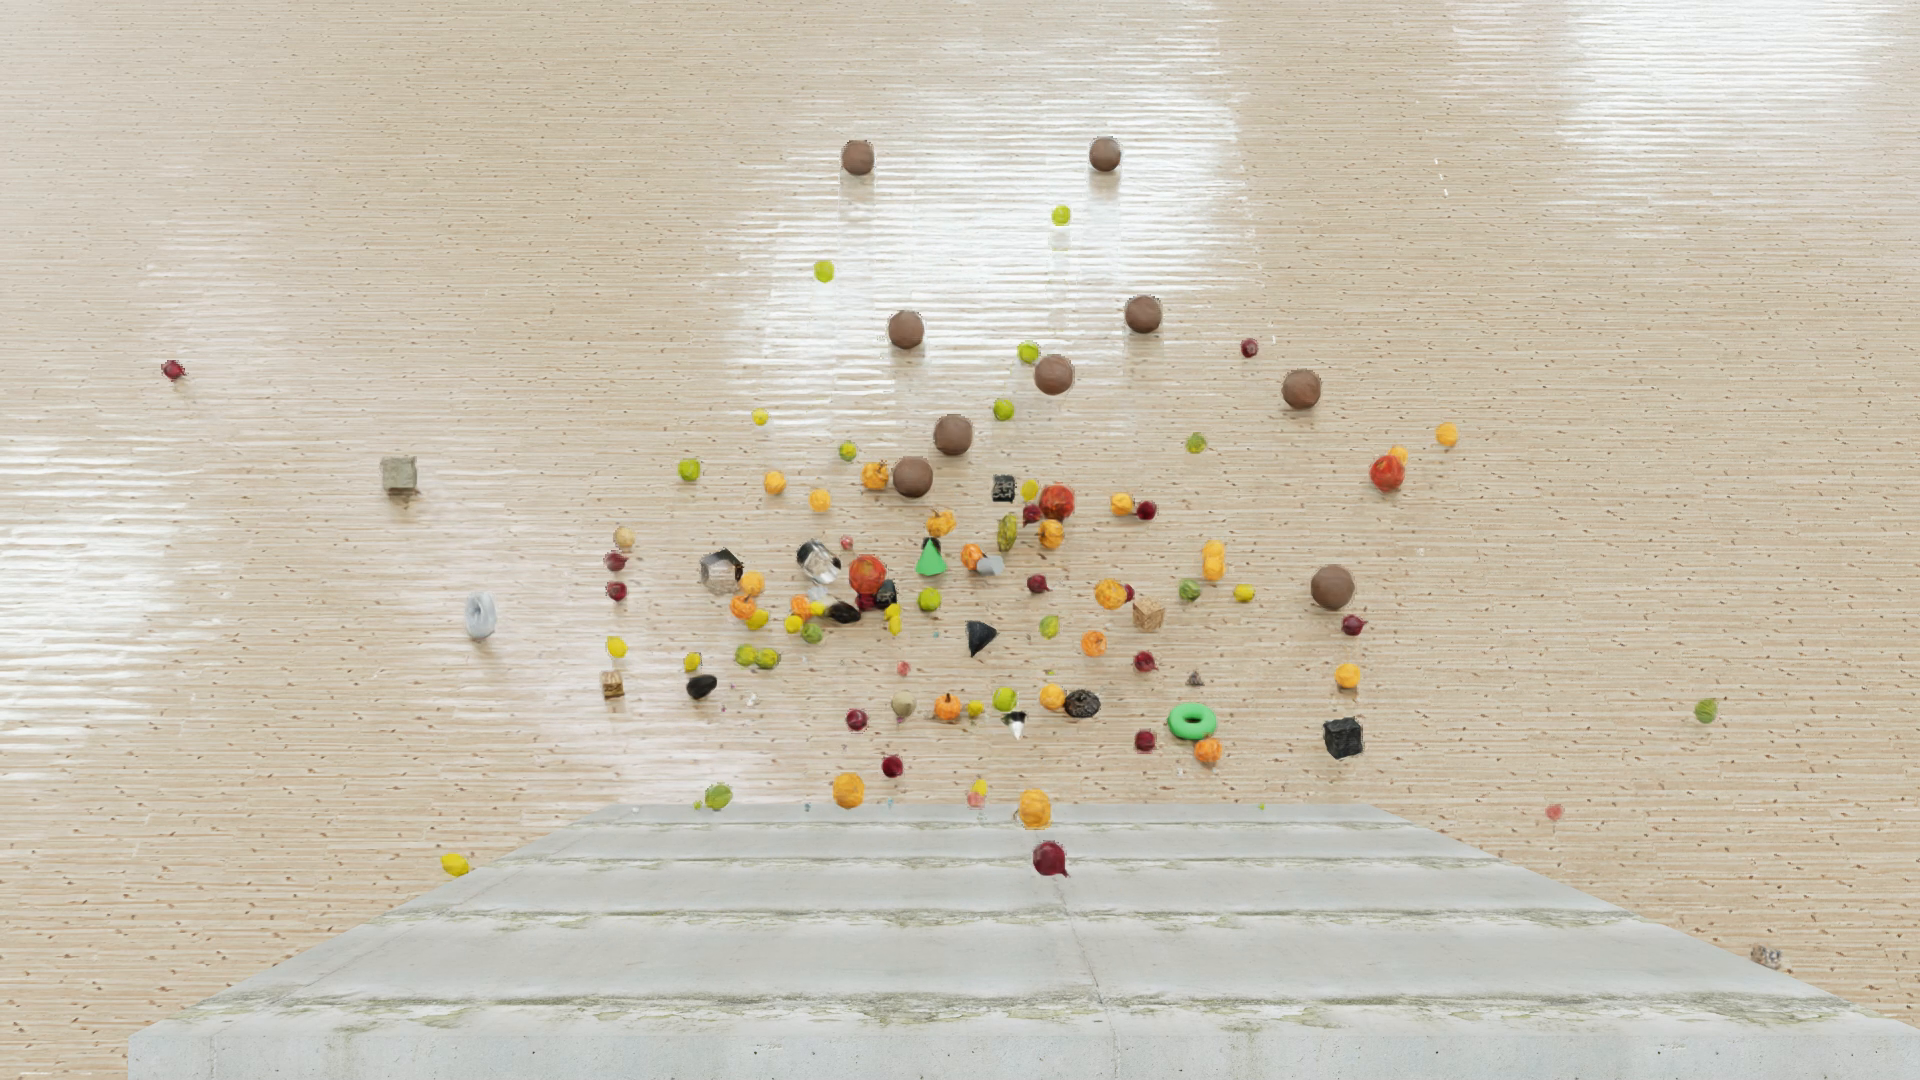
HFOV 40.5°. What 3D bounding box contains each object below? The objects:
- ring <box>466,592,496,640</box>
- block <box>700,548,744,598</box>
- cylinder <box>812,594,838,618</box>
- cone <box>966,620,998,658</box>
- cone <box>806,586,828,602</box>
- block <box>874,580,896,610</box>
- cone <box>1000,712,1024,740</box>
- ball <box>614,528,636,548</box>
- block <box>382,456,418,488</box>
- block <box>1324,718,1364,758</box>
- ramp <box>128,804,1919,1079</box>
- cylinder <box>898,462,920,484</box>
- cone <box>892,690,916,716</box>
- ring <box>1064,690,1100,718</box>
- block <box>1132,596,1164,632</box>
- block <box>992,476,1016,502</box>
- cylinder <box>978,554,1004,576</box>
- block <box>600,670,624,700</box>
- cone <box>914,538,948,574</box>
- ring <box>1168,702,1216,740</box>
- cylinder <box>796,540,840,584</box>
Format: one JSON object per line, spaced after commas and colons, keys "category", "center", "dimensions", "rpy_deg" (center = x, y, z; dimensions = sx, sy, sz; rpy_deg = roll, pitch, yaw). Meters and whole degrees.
{"category": "ring", "center": [-1.392, 0.218, 7.555], "dimensions": [0.047, 0.140, 0.140], "rpy_deg": [4, 28, -39]}
{"category": "block", "center": [-0.712, 0.098, 7.760], "dimensions": [0.091, 0.091, 0.091], "rpy_deg": [-23, 42, -29]}
{"category": "cylinder", "center": [-0.398, 0.195, 7.658], "dimensions": [0.053, 0.053, 0.053], "rpy_deg": [-26, 43, -31]}
{"category": "cone", "center": [0.048, 0.300, 7.522], "dimensions": [0.097, 0.097, 0.097], "rpy_deg": [14, 65, 18]}
{"category": "cone", "center": [-0.417, 0.180, 7.700], "dimensions": [0.063, 0.063, 0.063], "rpy_deg": [-10, 69, -14]}
{"category": "block", "center": [-0.222, 0.161, 7.700], "dimensions": [0.059, 0.059, 0.059], "rpy_deg": [-8, 37, -10]}
{"category": "cone", "center": [0.155, 0.525, 7.221], "dimensions": [0.072, 0.072, 0.072], "rpy_deg": [-10, 70, -14]}
{"category": "ball", "center": [-1.022, -0.007, 7.931], "dimensions": [0.061, 0.061, 0.061], "rpy_deg": [0, 36, 0]}
{"category": "block", "center": [-1.760, -0.212, 8.156], "dimensions": [0.093, 0.093, 0.093], "rpy_deg": [-3, 4, -4]}
{"category": "block", "center": [1.044, 0.539, 7.083], "dimensions": [0.079, 0.079, 0.079], "rpy_deg": [-11, 16, -7]}
{"category": "ramp", "center": [0.079, 0.674, 4.874], "dimensions": [2.000, 0.100, 4.000], "rpy_deg": [0, -2, 0]}
{"category": "cylinder", "center": [-0.161, -0.211, 8.218], "dimensions": [0.055, 0.055, 0.055], "rpy_deg": [-17, 39, -22]}
{"category": "cone", "center": [-0.146, 0.457, 7.254], "dimensions": [0.074, 0.074, 0.074], "rpy_deg": [-13, 2, -18]}
{"category": "ring", "center": [0.342, 0.462, 7.306], "dimensions": [0.105, 0.035, 0.105], "rpy_deg": [1, 37, -1]}
{"category": "block", "center": [0.551, 0.218, 7.616], "dimensions": [0.067, 0.067, 0.067], "rpy_deg": [-19, 40, -25]}
{"category": "block", "center": [0.133, -0.158, 8.007], "dimensions": [0.064, 0.064, 0.064], "rpy_deg": [3, 21, -5]}
{"category": "cylinder", "center": [0.092, 0.077, 7.784], "dimensions": [0.057, 0.057, 0.057], "rpy_deg": [-12, 22, 43]}
{"category": "block", "center": [-0.985, 0.409, 7.362], "dimensions": [0.055, 0.055, 0.055], "rpy_deg": [-10, 37, -13]}
{"category": "cone", "center": [-0.090, 0.039, 7.819], "dimensions": [0.099, 0.099, 0.099], "rpy_deg": [-2, 24, 1]}
{"category": "ring", "center": [0.646, 0.505, 7.239], "dimensions": [0.136, 0.045, 0.136], "rpy_deg": [0, 37, 0]}
{"category": "cylinder", "center": [-0.425, 0.067, 7.798], "dimensions": [0.098, 0.098, 0.098], "rpy_deg": [-22, 41, -27]}
